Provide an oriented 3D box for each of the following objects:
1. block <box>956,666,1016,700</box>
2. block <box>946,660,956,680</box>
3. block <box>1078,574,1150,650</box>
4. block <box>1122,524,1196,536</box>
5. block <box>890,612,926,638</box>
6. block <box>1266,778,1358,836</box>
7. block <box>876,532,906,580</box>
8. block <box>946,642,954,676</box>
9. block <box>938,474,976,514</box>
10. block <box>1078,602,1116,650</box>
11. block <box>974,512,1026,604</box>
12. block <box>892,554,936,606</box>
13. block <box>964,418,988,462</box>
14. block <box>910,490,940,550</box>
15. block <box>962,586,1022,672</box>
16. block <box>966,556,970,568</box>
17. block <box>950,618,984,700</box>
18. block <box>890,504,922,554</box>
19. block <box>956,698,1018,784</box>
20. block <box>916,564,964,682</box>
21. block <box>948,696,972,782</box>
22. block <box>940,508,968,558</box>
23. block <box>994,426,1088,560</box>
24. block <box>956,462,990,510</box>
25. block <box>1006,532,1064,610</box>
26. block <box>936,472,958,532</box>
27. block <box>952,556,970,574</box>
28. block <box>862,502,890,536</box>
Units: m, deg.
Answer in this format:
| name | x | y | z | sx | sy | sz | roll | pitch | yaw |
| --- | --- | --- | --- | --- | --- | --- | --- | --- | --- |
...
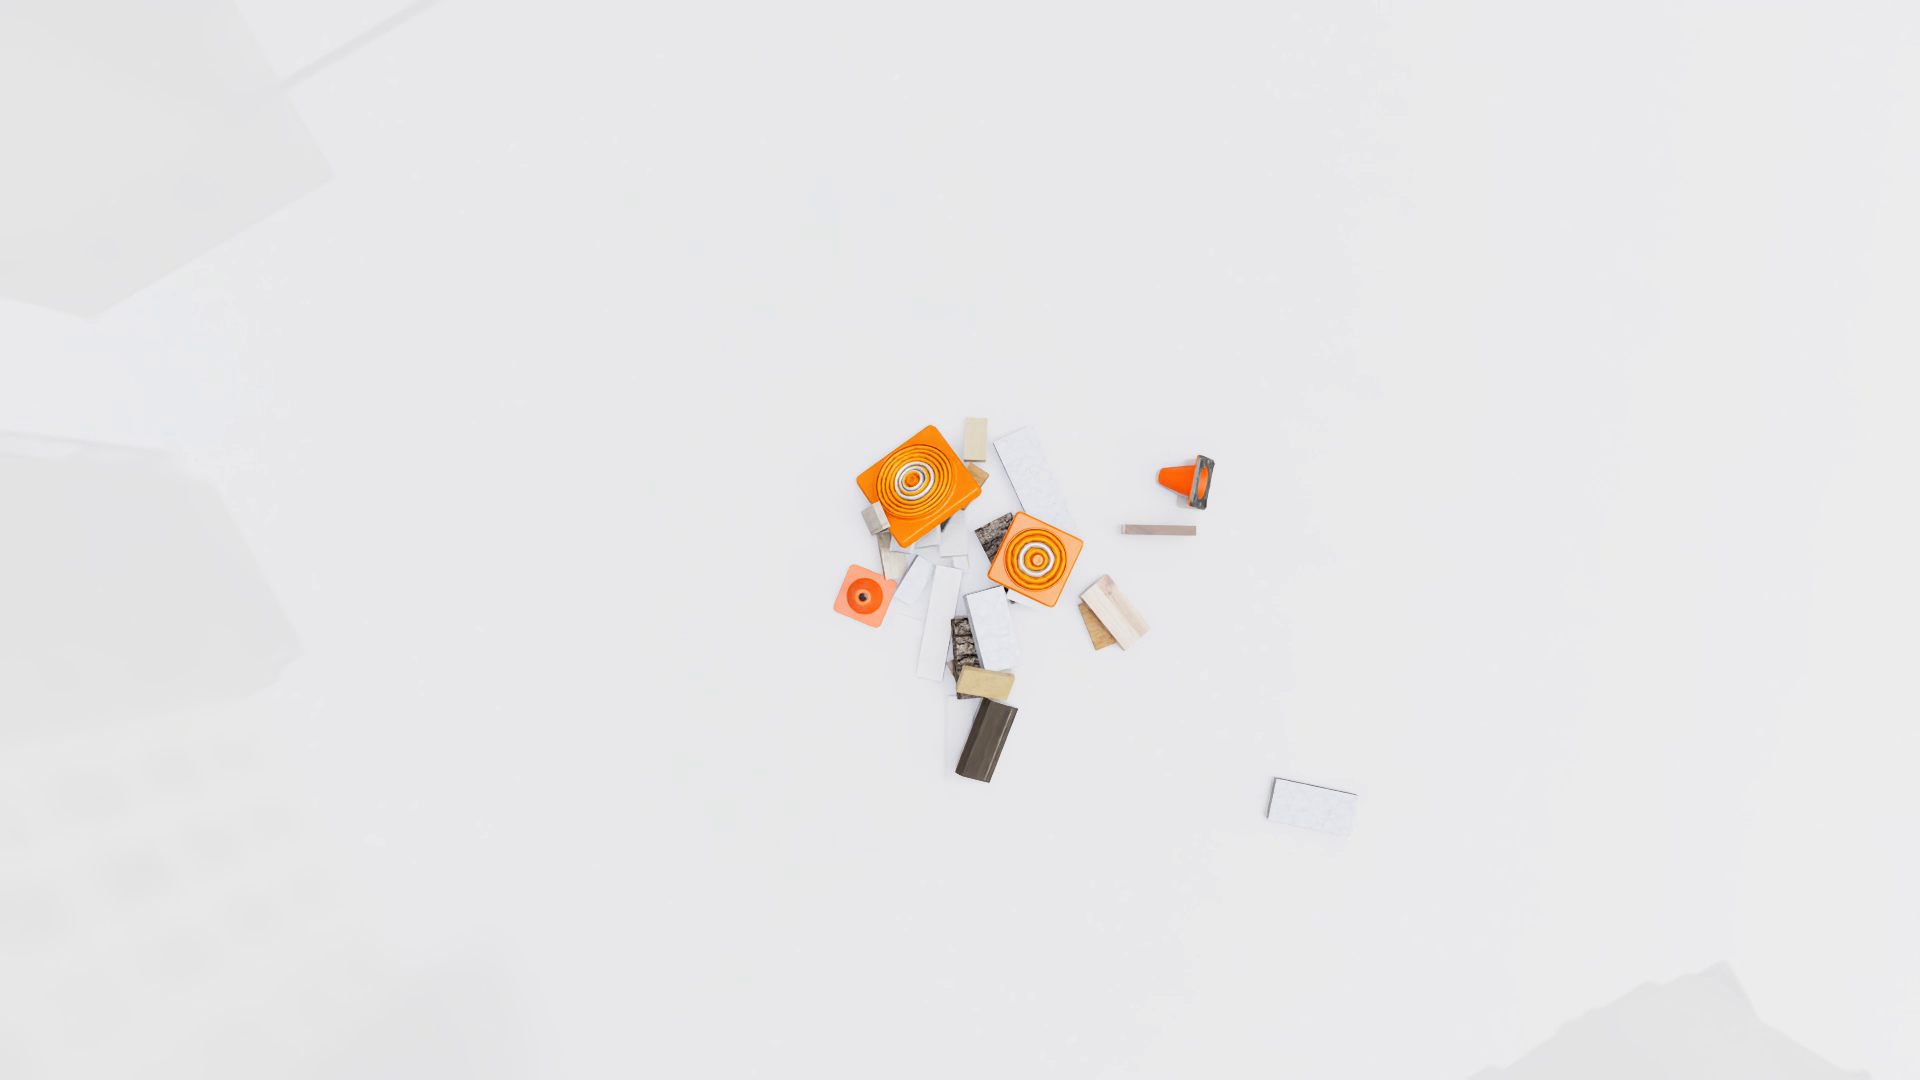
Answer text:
| name | x | y | z | sx | sy | sz | roll | pitch | yaw |
| --- | --- | --- | --- | --- | --- | --- | --- | --- | --- |
| block | 0.082 | 0.467 | 5.383 | 0.177 | 0.025 | 0.089 | 12 | 114 | -19 |
| block | 0.045 | 0.406 | 5.476 | 0.163 | 0.023 | 0.081 | -28 | 91 | -8 |
| block | 0.514 | 0.240 | 5.465 | 0.117 | 0.033 | 0.234 | -40 | 94 | -11 |
| block | 0.655 | -0.033 | 5.442 | 0.234 | 0.117 | 0.033 | 1 | 90 | 0 |
| block | -0.172 | 0.284 | 5.492 | 0.108 | 0.015 | 0.054 | 19 | 90 | 0 |
| block | 1.170 | 0.886 | 5.480 | 0.276 | 0.039 | 0.138 | 12 | 90 | 0 |
| block | -0.225 | 0.050 | 5.476 | 0.078 | 0.022 | 0.156 | -10 | 90 | -21 |
| block | -0.017 | 0.396 | 5.492 | 0.054 | 0.015 | 0.108 | -5 | 90 | 0 |
| block | -0.027 | -0.150 | 5.409 | 0.148 | 0.021 | 0.074 | -29 | 67 | 19 |
| block | 0.461 | 0.277 | 5.488 | 0.081 | 0.023 | 0.163 | -22 | 90 | 0 |
| block | 0.171 | 0.060 | 5.480 | 0.138 | 0.039 | 0.276 | -27 | 90 | 0 |
| block | -0.151 | 0.134 | 5.476 | 0.078 | 0.022 | 0.156 | 32 | 90 | -21 |
| block | 0.052 | -0.333 | 5.469 | 0.074 | 0.021 | 0.148 | 2 | 73 | 0 |
| block | -0.113 | -0.067 | 5.408 | 0.091 | 0.026 | 0.183 | -9 | 75 | 26 |
| block | 0.107 | 0.296 | 5.422 | 0.133 | 0.038 | 0.266 | -14 | 91 | -20 |
| block | 0.003 | 0.051 | 5.494 | 0.045 | 0.013 | 0.091 | -8 | 90 | 0 |
| block | 0.048 | 0.387 | 5.433 | 0.133 | 0.038 | 0.266 | -4 | 87 | -20 |
| block | -0.179 | -0.036 | 5.409 | 0.078 | 0.022 | 0.156 | 6 | 82 | 28 |
| block | 0.088 | 0.661 | 5.442 | 0.133 | 0.038 | 0.266 | 21 | 90 | -42 |
| block | -0.067 | 0.275 | 5.471 | 0.089 | 0.025 | 0.377 | 11 | 93 | 7 |
| block | 0.000 | 0.663 | 5.488 | 0.081 | 0.023 | 0.286 | 1 | 90 | 0 |
| block | -0.026 | -0.034 | 5.462 | 0.091 | 0.026 | 0.183 | -5 | 75 | 2 |
| block | 0.266 | -0.150 | 5.480 | 0.138 | 0.039 | 0.445 | -25 | 90 | 0 |
| block | 0.025 | -0.176 | 5.447 | 0.074 | 0.021 | 0.148 | 33 | 79 | 11 |
| block | 0.246 | 0.101 | 5.444 | 0.117 | 0.033 | 0.234 | 20 | 90 | 0 |
| block | -0.052 | -0.126 | 5.461 | 0.091 | 0.026 | 0.183 | 28 | 78 | 10 |
| block | 0.002 | 0.071 | 5.474 | 0.045 | 0.013 | 0.091 | -13 | 103 | 0 |
| block | -0.278 | -0.069 | 5.412 | 0.025 | 0.177 | 0.089 | -24 | 90 | -17 |
